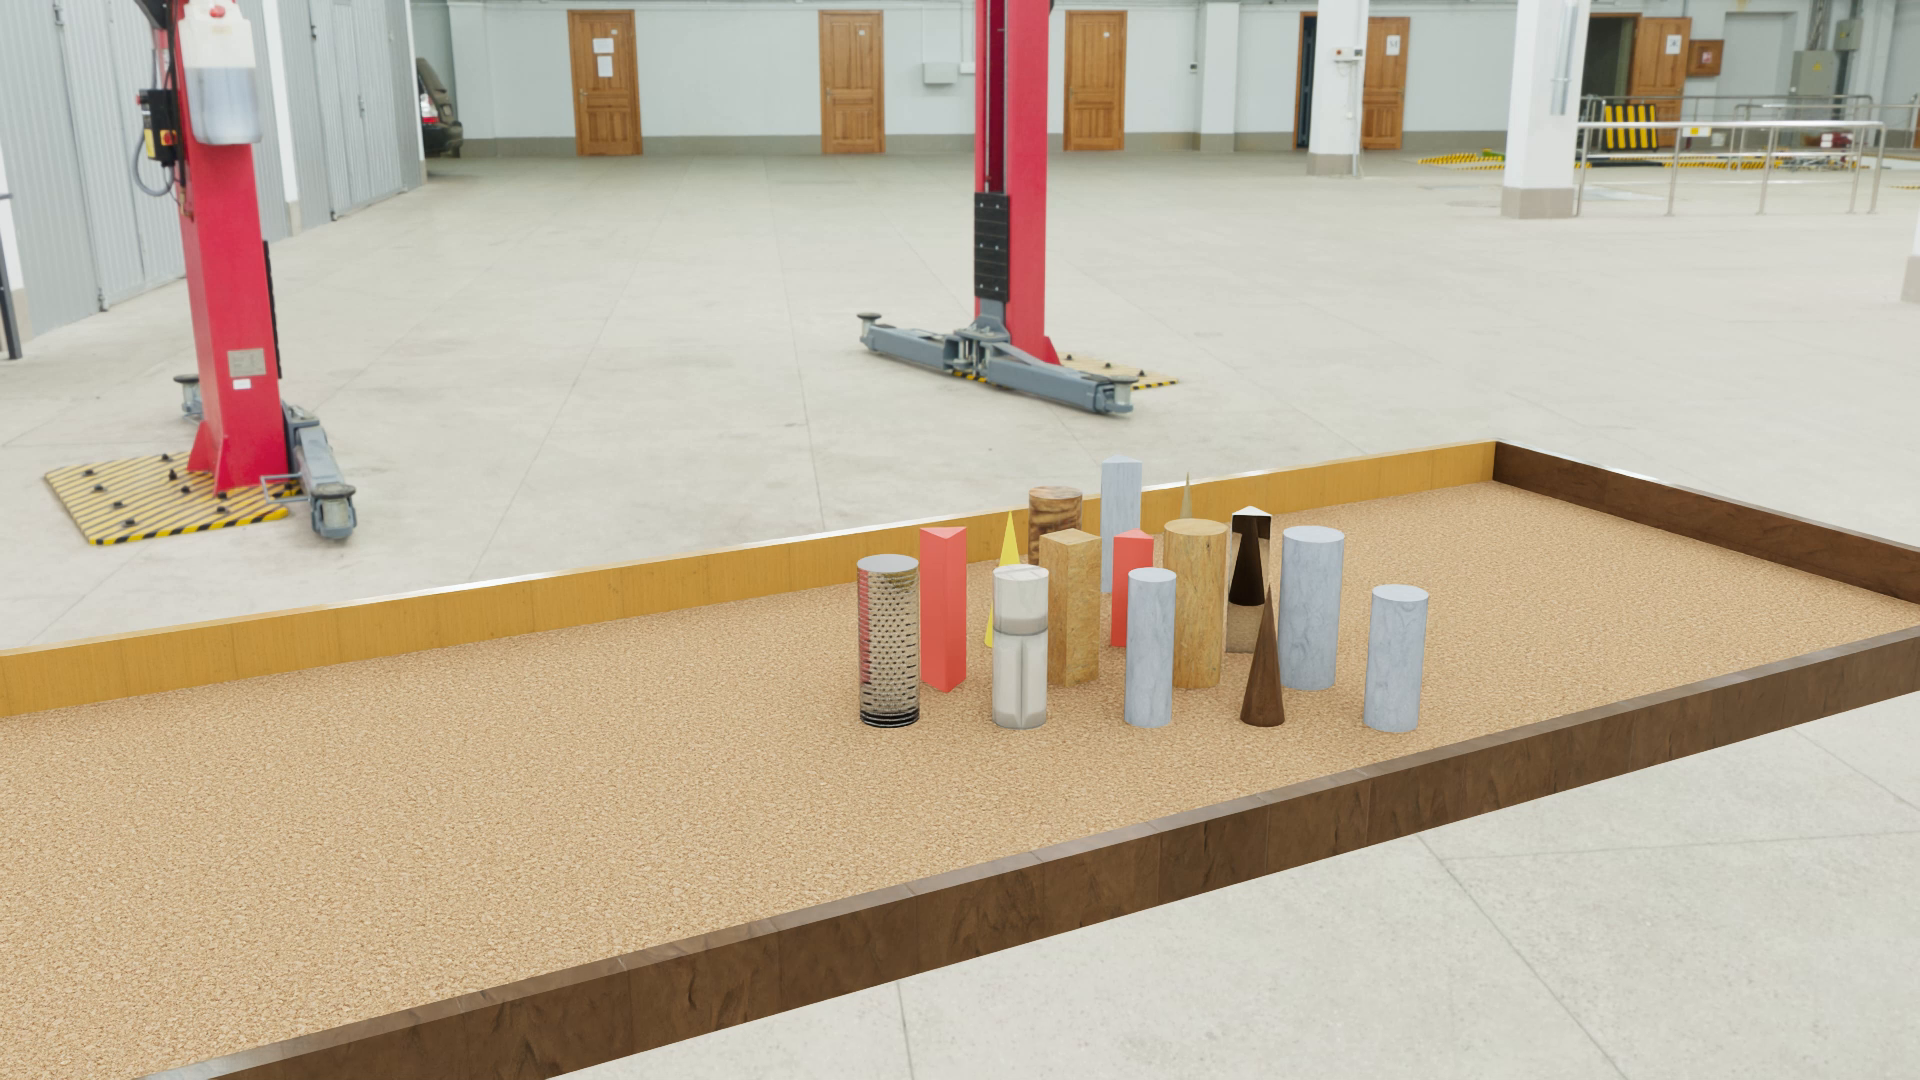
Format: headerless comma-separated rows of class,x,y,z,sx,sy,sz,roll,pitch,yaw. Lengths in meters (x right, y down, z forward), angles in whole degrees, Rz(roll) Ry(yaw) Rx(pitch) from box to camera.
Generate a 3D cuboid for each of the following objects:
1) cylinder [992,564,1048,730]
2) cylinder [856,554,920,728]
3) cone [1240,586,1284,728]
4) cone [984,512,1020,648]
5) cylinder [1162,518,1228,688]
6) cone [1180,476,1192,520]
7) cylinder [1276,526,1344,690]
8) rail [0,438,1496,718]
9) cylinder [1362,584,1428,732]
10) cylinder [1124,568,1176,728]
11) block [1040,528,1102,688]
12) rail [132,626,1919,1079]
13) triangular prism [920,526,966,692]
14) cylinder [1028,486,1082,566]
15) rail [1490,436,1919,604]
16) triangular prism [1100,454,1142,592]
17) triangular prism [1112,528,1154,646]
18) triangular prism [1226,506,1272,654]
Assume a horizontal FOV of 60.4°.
cylinder,0.141,0.250,3.858,0.129,0.365,0.129,0,16,0
cylinder,-0.167,0.237,3.872,0.143,0.382,0.143,0,16,0
cone,0.717,0.259,3.865,0.106,0.343,0.106,0,16,0
cone,0.132,0.094,4.374,0.132,0.373,0.132,0,16,0
cylinder,0.580,0.158,4.116,0.154,0.396,0.154,0,16,0
cone,0.625,0.010,4.575,0.114,0.421,0.114,0,16,0
cylinder,0.869,0.169,4.102,0.149,0.383,0.149,0,16,0
rail,-3.305,0.497,3.399,12.000,0.150,0.050,-9,18,-27
cylinder,1.015,0.276,3.847,0.126,0.321,0.126,0,16,0
cylinder,0.445,0.252,3.862,0.111,0.359,0.111,0,16,0
block,0.273,0.169,4.124,0.109,0.370,0.109,-12,20,-36
rail,-2.336,1.006,1.665,12.000,0.150,0.050,-9,18,-27
triangular prism,-0.025,0.166,4.086,0.098,0.397,0.113,-11,20,-33
cylinder,0.265,0.035,4.614,0.150,0.350,0.150,0,16,0
rail,2.466,-0.048,5.253,0.050,0.150,2.100,-9,18,-27
triangular prism,0.462,-0.049,4.824,0.115,0.392,0.099,-1,16,-3
triangular prism,0.461,0.127,4.385,0.103,0.303,0.089,3,17,11
triangular prism,0.755,0.104,4.331,0.101,0.377,0.087,2,16,7
